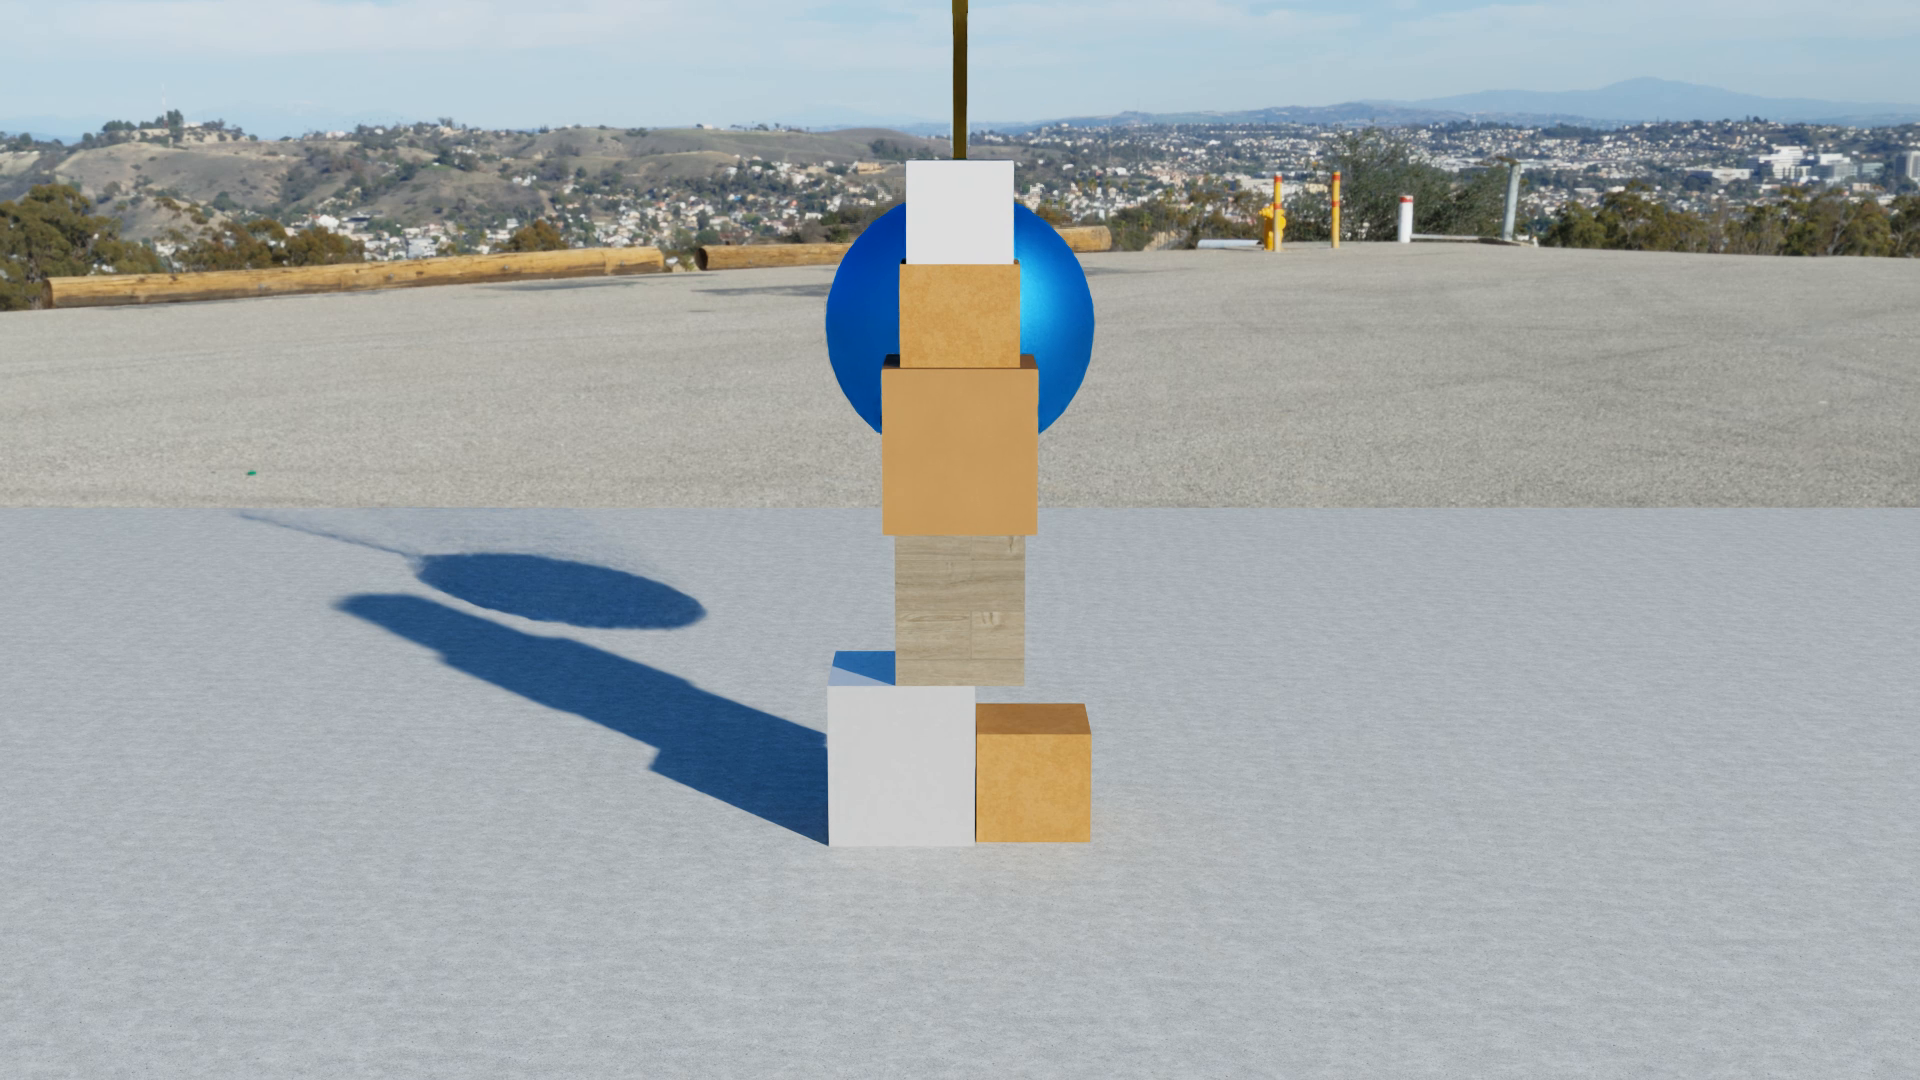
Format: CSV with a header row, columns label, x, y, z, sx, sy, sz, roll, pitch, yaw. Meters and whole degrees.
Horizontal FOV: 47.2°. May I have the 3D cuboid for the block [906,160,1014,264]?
label,x,y,z,sx,sy,sz,roll,pitch,yaw
block,0.000,-1.627,10.873,0.519,0.495,0.519,0,10,0

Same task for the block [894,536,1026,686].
label,x,y,z,sx,sy,sz,roll,pitch,yaw
block,0.000,0.286,11.223,0.641,0.761,0.734,0,10,0

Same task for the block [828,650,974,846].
label,x,y,z,sx,sy,sz,roll,pitch,yaw
block,-0.293,1.066,11.378,0.734,0.831,0.767,0,10,0

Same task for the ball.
label,x,y,z,sx,sy,sz,roll,pitch,yaw
ball,0.000,-1.268,13.058,1.600,1.600,1.600,0,10,0

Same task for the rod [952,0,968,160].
label,x,y,z,sx,sy,sz,roll,pitch,yaw
rod,0.000,-4.197,11.331,0.080,5.200,0.080,0,31,0

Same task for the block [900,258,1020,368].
label,x,y,z,sx,sy,sz,roll,pitch,yaw
block,0.000,-1.136,10.956,0.585,0.500,0.534,0,10,0

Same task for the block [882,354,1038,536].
label,x,y,z,sx,sy,sz,roll,pitch,yaw
block,0.000,-0.494,11.100,0.758,0.816,0.769,0,10,0

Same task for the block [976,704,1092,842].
label,x,y,z,sx,sy,sz,roll,pitch,yaw
block,0.372,1.198,11.397,0.577,0.564,0.625,0,10,0
